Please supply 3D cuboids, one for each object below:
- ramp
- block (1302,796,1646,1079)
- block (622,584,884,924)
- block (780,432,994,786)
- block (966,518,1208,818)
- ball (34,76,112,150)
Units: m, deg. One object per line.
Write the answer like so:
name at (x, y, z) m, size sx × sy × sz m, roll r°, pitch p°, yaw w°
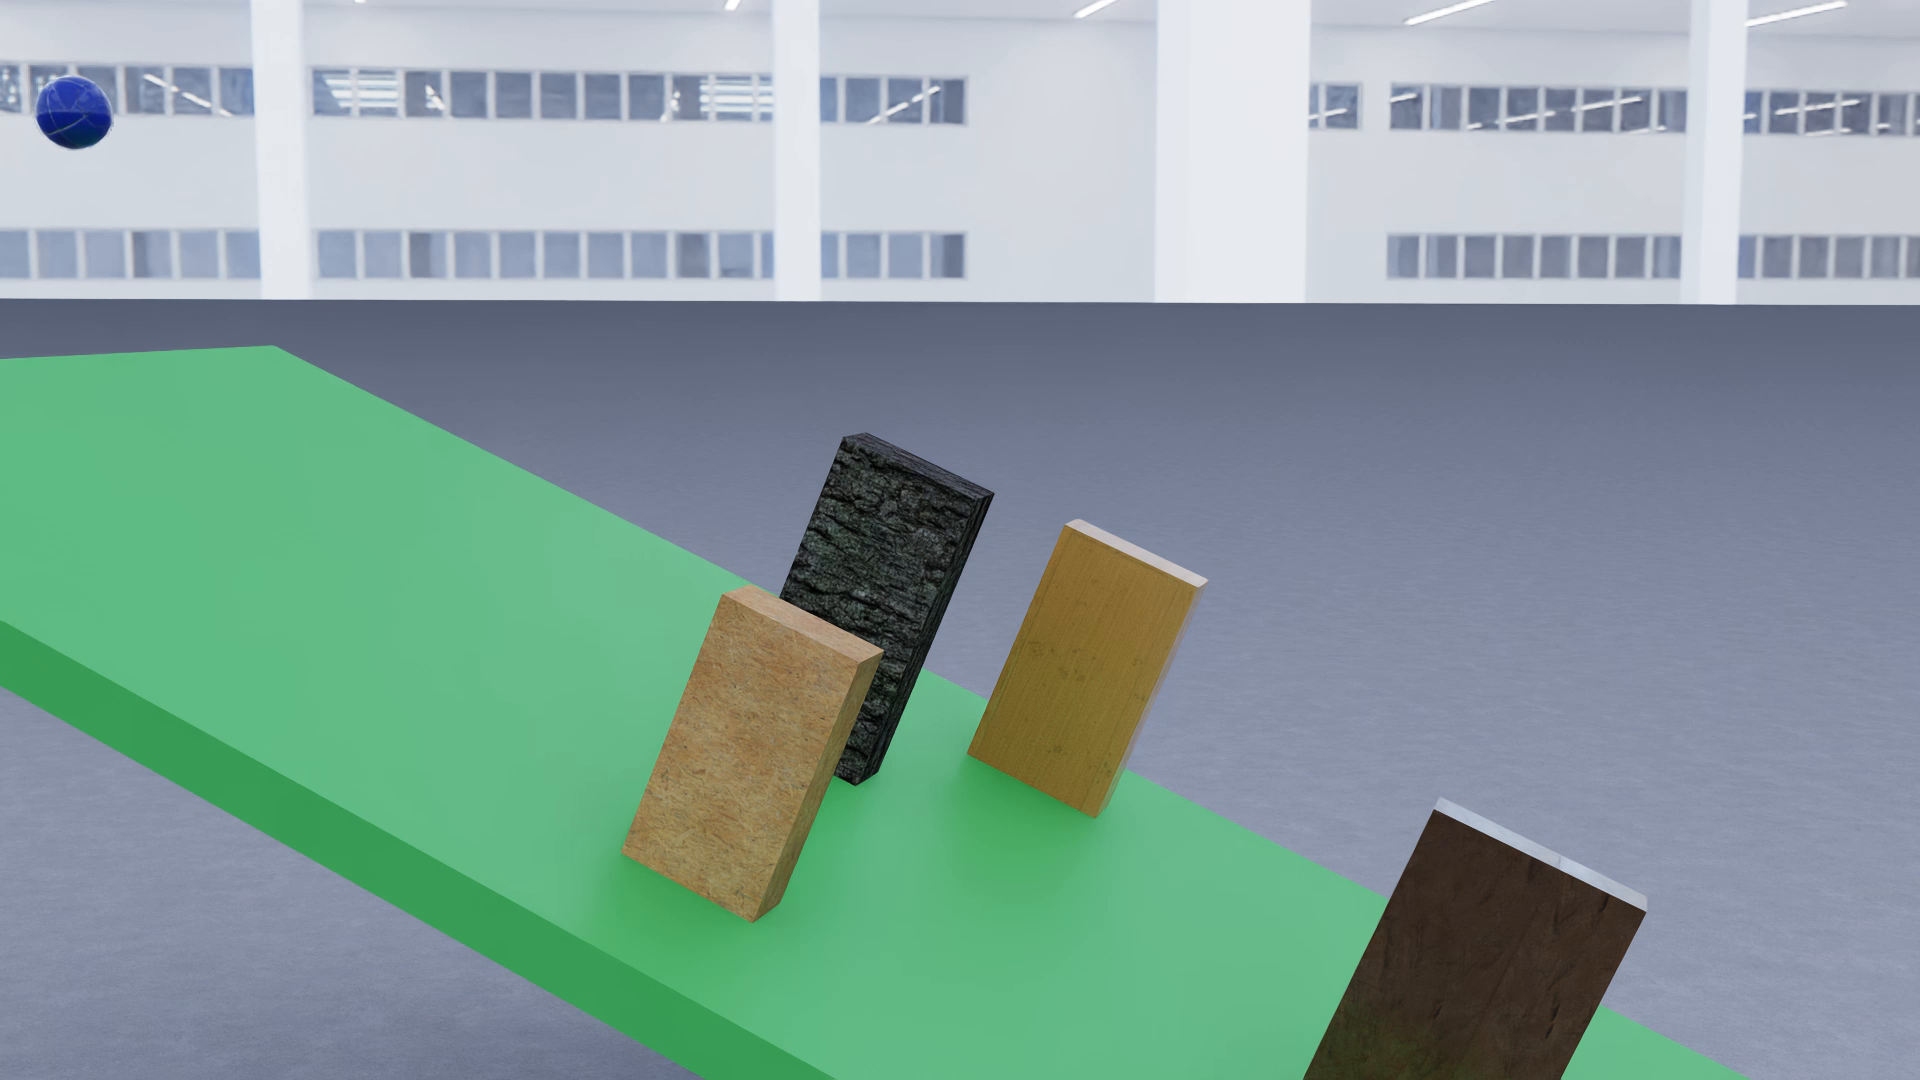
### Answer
ramp at (-0.292, 0.510, 4.186) m, size 4.000 × 0.100 × 2.000 m, roll 26°, pitch 13°, yaw 13°
block at (0.816, 0.754, 3.561) m, size 0.356 × 0.572 × 0.090 m, roll 26°, pitch 13°, yaw 13°
block at (-0.334, 0.341, 3.529) m, size 0.248 × 0.468 × 0.118 m, roll 26°, pitch 13°, yaw 13°
block at (-0.192, 0.133, 4.275) m, size 0.285 × 0.614 × 0.132 m, roll 26°, pitch 13°, yaw 13°
block at (0.268, 0.270, 4.652) m, size 0.308 × 0.543 × 0.118 m, roll 26°, pitch 13°, yaw 13°
ball at (-1.795, -0.866, 4.456) m, size 0.147 × 0.147 × 0.147 m, roll 0°, pitch 7°, yaw 0°
